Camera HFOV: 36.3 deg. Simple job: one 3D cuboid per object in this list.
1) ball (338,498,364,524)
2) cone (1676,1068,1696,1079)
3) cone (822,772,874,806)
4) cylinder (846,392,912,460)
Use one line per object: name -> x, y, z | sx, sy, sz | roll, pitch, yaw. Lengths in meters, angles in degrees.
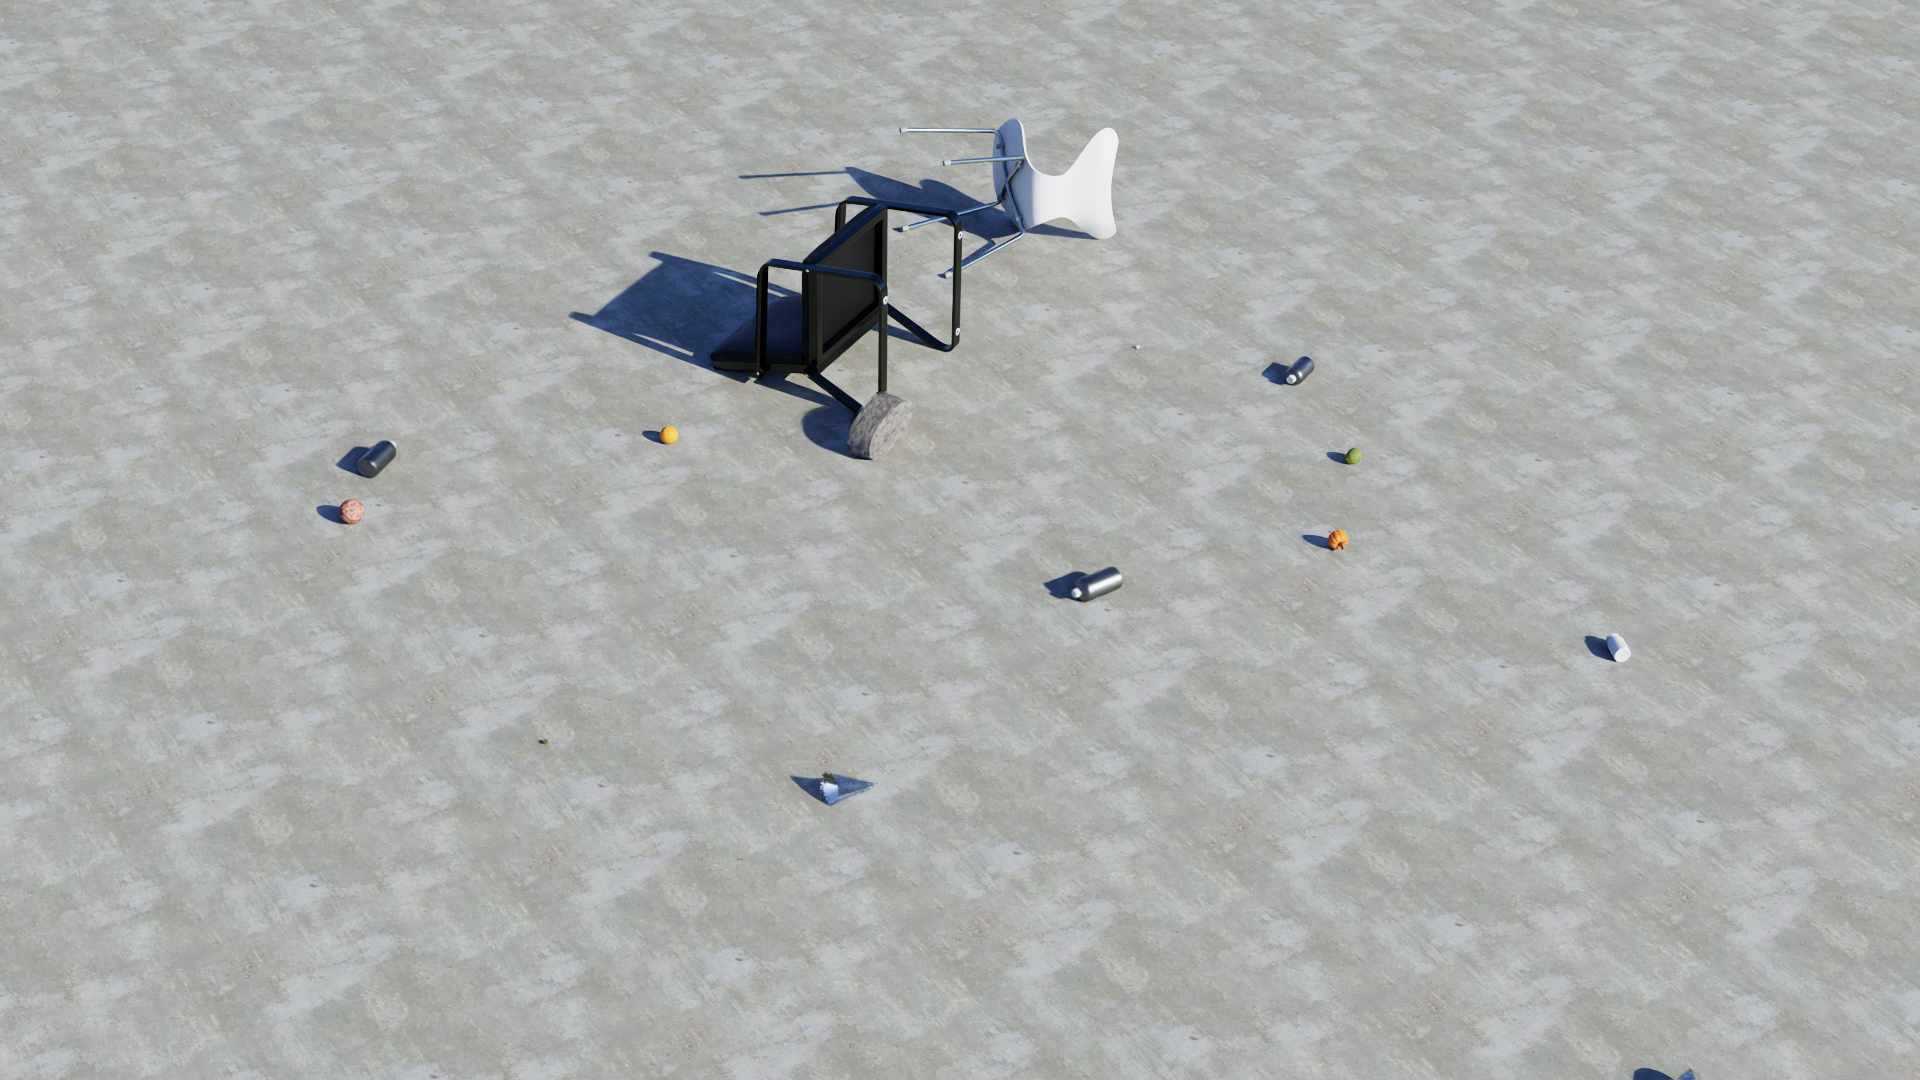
ball -> -2.286, -0.108, 11.023 | 0.094, 0.094, 0.094 | 0, 33, 0
cone -> 2.032, 1.631, 8.424 | 0.197, 0.103, 0.239 | -14, 34, 5
cone -> -0.350, 0.812, 9.669 | 0.182, 0.094, 0.111 | -3, 59, -33
cylinder -> -0.314, -0.446, 11.456 | 0.109, 0.168, 0.300 | 21, 55, 28
